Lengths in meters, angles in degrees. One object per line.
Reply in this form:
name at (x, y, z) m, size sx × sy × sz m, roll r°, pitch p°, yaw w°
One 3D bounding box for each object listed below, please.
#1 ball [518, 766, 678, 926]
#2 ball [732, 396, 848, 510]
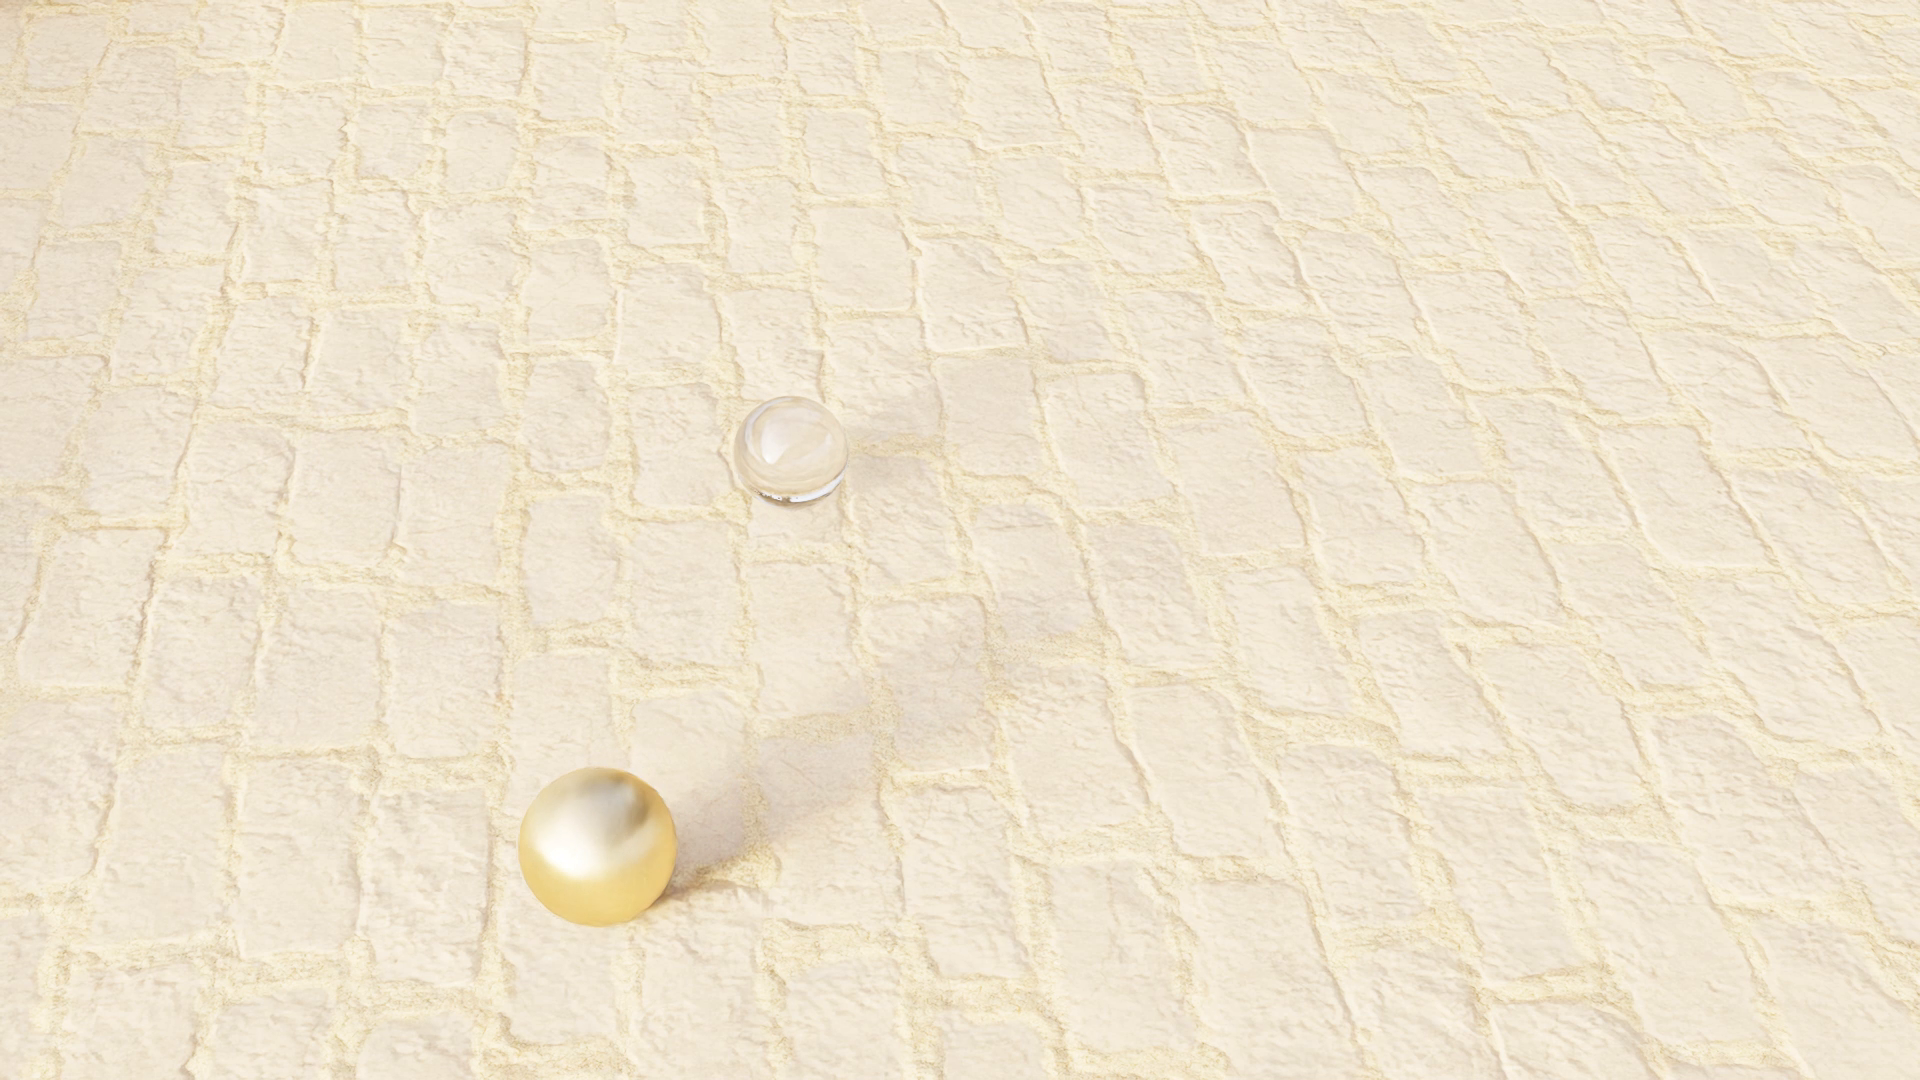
ball at (-0.188, 0.159, 1.331) m, size 0.082 × 0.082 × 0.082 m, roll 0°, pitch 36°, yaw 0°
ball at (-0.107, -0.055, 1.629) m, size 0.073 × 0.073 × 0.073 m, roll 0°, pitch 36°, yaw 0°
